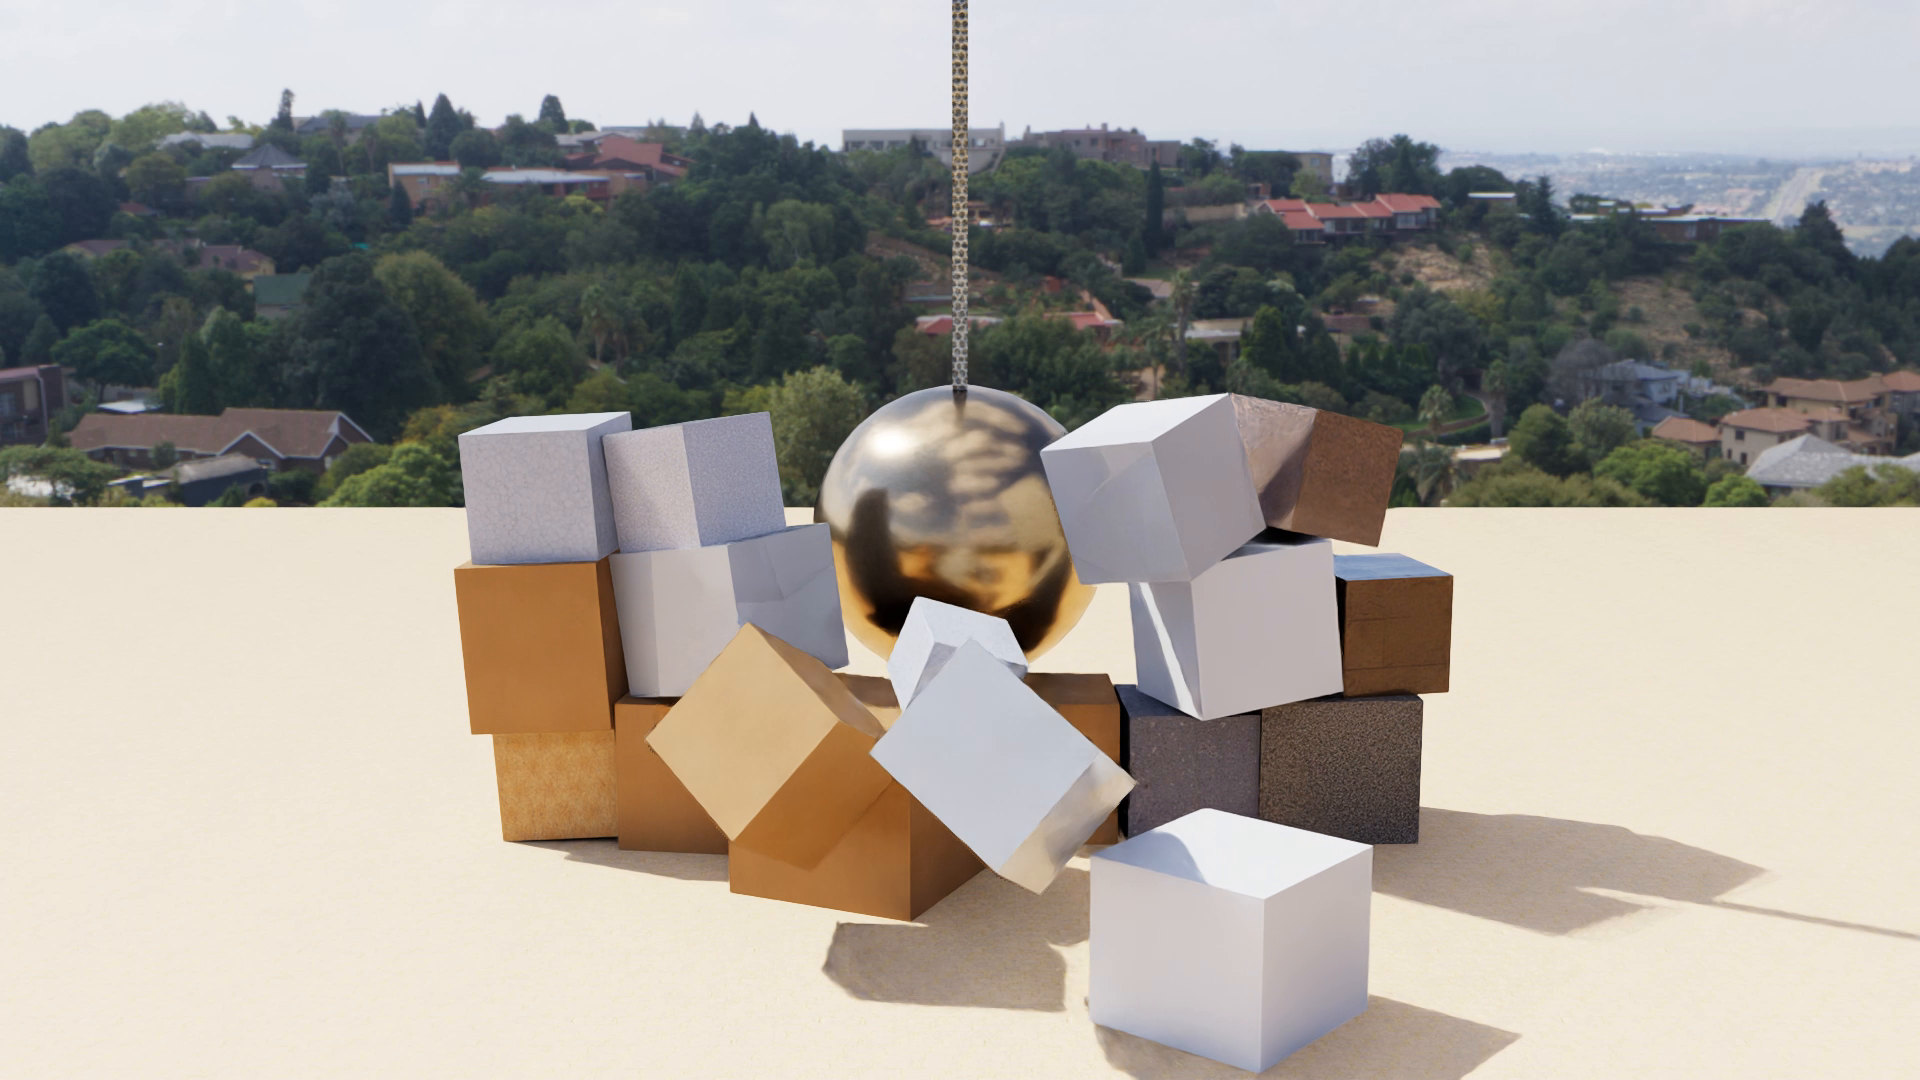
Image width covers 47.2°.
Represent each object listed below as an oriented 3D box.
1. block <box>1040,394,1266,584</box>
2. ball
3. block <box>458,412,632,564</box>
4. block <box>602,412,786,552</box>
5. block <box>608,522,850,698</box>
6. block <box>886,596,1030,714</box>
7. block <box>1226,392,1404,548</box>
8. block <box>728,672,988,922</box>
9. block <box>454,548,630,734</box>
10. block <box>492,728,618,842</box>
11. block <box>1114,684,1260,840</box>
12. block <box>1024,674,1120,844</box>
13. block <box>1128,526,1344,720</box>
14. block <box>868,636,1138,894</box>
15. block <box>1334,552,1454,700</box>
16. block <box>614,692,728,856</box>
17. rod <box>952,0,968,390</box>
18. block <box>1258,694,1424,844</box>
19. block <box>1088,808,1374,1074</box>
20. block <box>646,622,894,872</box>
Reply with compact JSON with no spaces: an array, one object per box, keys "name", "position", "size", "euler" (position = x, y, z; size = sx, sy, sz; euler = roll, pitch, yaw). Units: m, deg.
[{"name":"block","position":[0.946,-0.245,10.747],"size":[0.699,0.706,0.655],"euler":[-3,20,44]},{"name":"ball","position":[0.000,-0.037,11.868],"size":[1.600,1.600,1.600],"euler":[0,10,0]},{"name":"block","position":[-2.061,-0.269,11.127],"size":[0.661,0.649,0.677],"euler":[-2,10,11]},{"name":"block","position":[-1.320,-0.288,10.937],"size":[0.604,0.590,0.580],"euler":[-4,7,42]},{"name":"block","position":[-1.152,0.351,10.988],"size":[0.839,0.726,0.723],"euler":[-4,6,39]},{"name":"block","position":[-0.017,0.589,10.213],"size":[0.472,0.393,0.465],"euler":[16,21,-19]},{"name":"block","position":[1.739,-0.357,11.204],"size":[0.642,0.613,0.663],"euler":[10,4,-37]},{"name":"block","position":[-0.471,1.196,10.514],"size":[0.952,0.886,0.882],"euler":[5,11,24]},{"name":"block","position":[-2.054,0.465,11.279],"size":[0.724,0.845,0.863],"euler":[-2,10,8]},{"name":"block","position":[-2.010,1.170,11.390],"size":[0.621,0.584,0.625],"euler":[-3,10,3]},{"name":"block","position":[1.158,1.149,11.369],"size":[0.655,0.671,0.673],"euler":[-1,10,-3]},{"name":"block","position":[0.469,1.122,11.360],"size":[0.644,0.728,0.653],"euler":[0,10,-1]},{"name":"block","position":[1.381,0.392,11.139],"size":[0.785,0.773,0.741],"euler":[-10,11,-19]},{"name":"block","position":[0.184,0.916,8.836],"size":[0.712,0.611,0.691],"euler":[41,-2,23]},{"name":"block","position":[2.121,0.432,11.334],"size":[0.579,0.605,0.640],"euler":[-3,11,-14]},{"name":"block","position":[-1.260,1.116,11.319],"size":[0.784,0.755,0.863],"euler":[1,10,8]},{"name":"rod","position":[0.000,-3.291,10.883],"size":[0.080,5.200,0.080],"euler":[0,17,0]},{"name":"block","position":[1.893,1.109,11.386],"size":[0.813,0.745,0.719],"euler":[-1,10,-3]},{"name":"block","position":[1.093,1.588,8.876],"size":[0.809,0.700,0.820],"euler":[8,13,39]},{"name":"block","position":[-0.790,0.913,9.644],"size":[0.687,0.684,0.660],"euler":[44,4,33]}]
